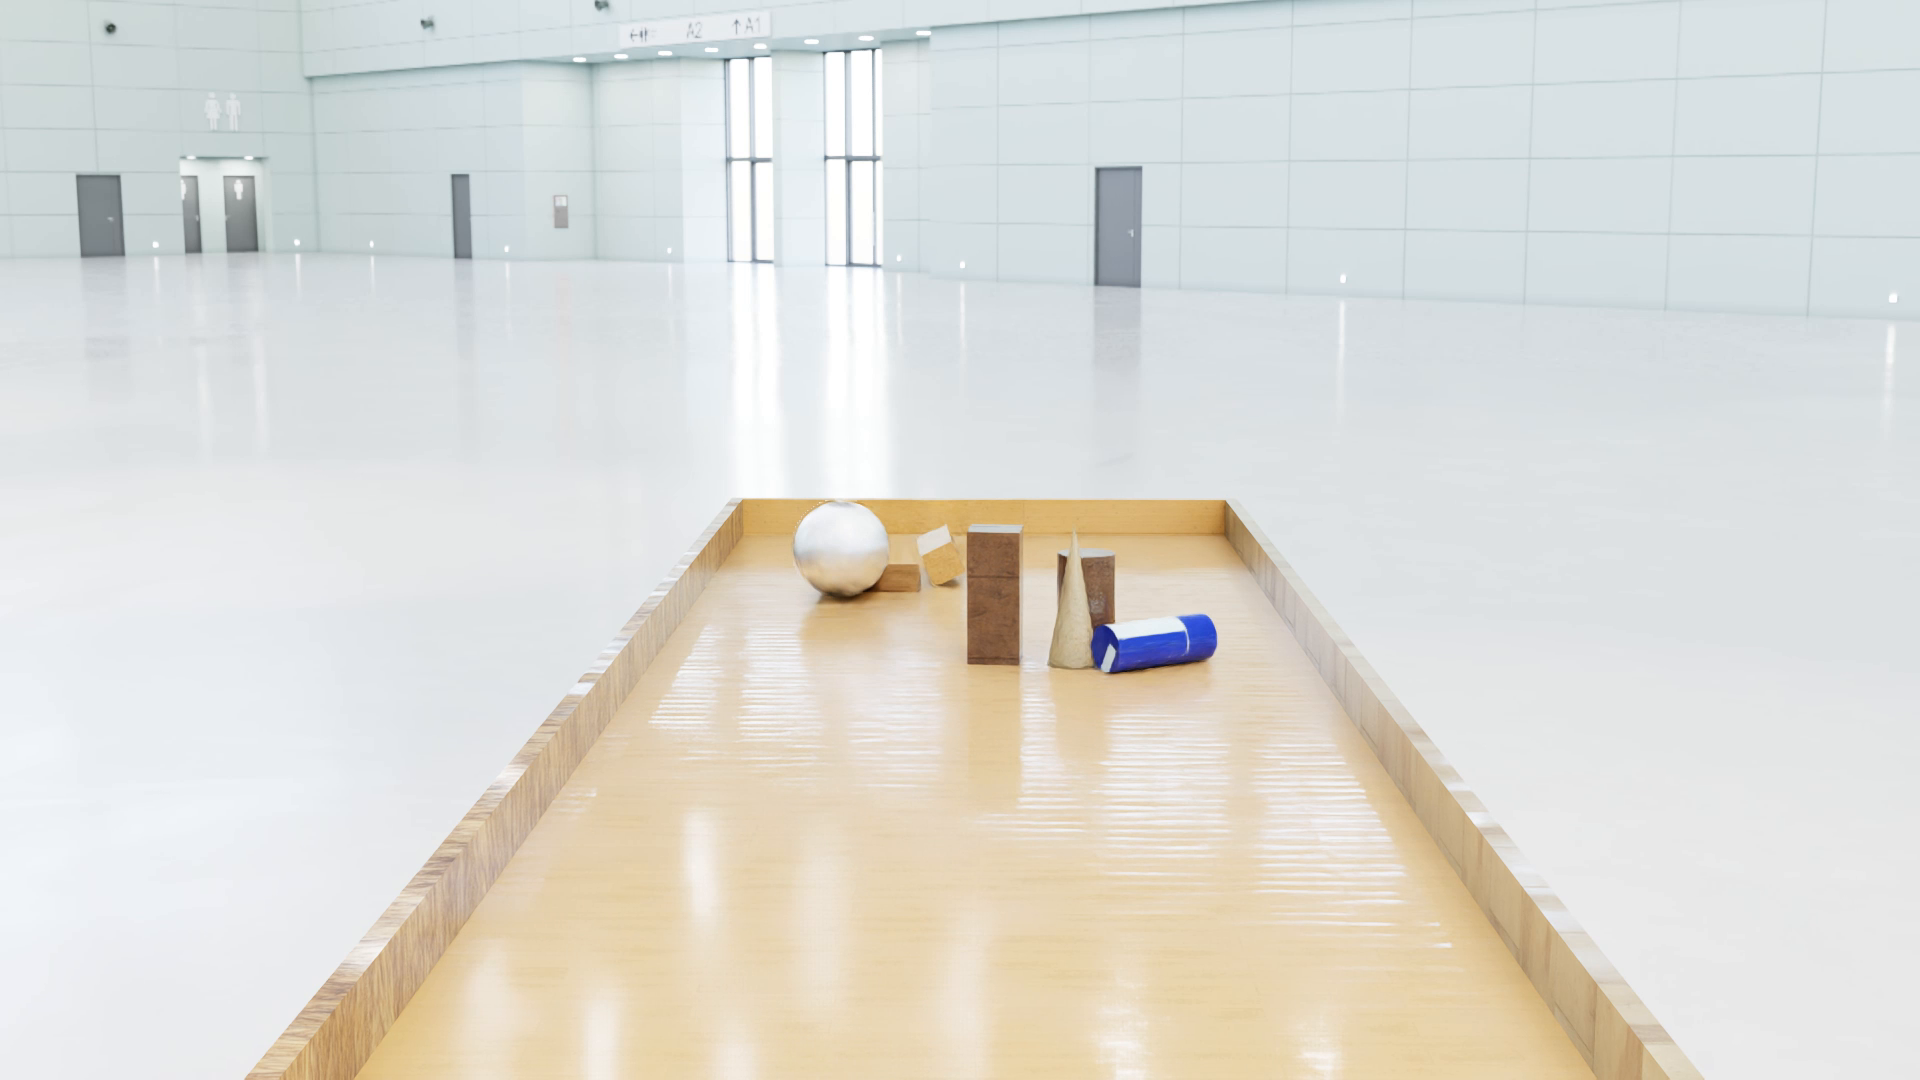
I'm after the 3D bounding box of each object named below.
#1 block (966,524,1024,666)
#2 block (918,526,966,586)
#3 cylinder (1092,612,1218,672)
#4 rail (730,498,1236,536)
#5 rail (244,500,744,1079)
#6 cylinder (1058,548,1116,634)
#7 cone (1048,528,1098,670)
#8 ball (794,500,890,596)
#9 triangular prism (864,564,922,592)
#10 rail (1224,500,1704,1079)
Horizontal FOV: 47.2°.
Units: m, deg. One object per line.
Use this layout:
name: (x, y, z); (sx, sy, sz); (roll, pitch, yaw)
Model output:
block: (0.108, 0.165, 6.676); (0.159, 0.404, 0.159); (1, 9, 6)
block: (-0.071, 0.054, 8.140); (0.124, 0.124, 0.413); (-25, 9, 1)
cylinder: (0.586, 0.308, 6.614); (0.361, 0.143, 0.143); (-5, 11, -31)
rail: (0.099, -0.098, 9.147); (2.100, 0.150, 0.050); (0, 9, 1)
rail: (-1.004, 0.839, 3.234); (0.050, 0.150, 12.000); (0, 9, 1)
cylinder: (0.389, 0.194, 6.779); (0.178, 0.314, 0.178); (0, 9, 0)
cone: (0.340, 0.162, 6.602); (0.154, 0.433, 0.154); (0, 9, 0)
ball: (-0.416, 0.031, 7.724); (0.337, 0.337, 0.337); (0, 9, 0)
triangular prism: (-0.319, 0.129, 7.884); (0.348, 0.093, 0.107); (1, 9, 7)
rail: (1.046, 0.843, 3.208); (0.050, 0.150, 12.000); (0, 9, 1)
